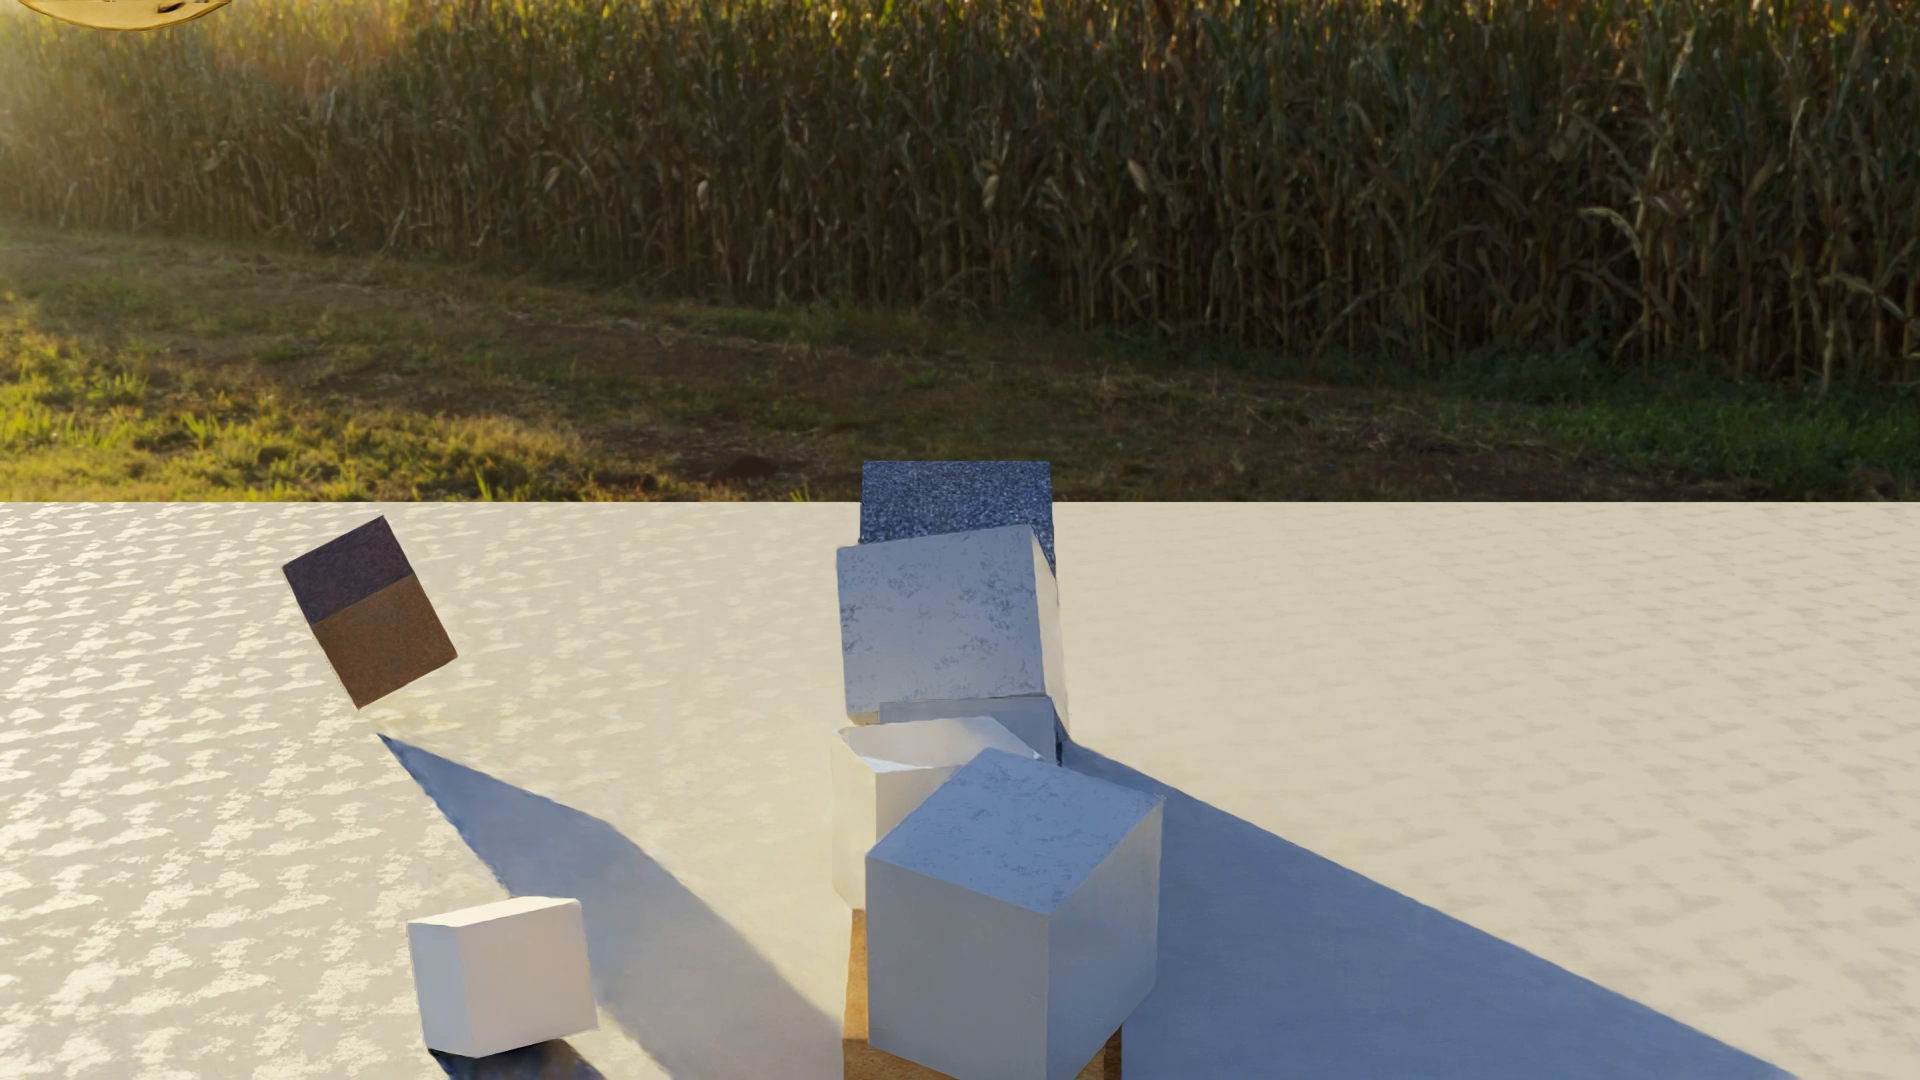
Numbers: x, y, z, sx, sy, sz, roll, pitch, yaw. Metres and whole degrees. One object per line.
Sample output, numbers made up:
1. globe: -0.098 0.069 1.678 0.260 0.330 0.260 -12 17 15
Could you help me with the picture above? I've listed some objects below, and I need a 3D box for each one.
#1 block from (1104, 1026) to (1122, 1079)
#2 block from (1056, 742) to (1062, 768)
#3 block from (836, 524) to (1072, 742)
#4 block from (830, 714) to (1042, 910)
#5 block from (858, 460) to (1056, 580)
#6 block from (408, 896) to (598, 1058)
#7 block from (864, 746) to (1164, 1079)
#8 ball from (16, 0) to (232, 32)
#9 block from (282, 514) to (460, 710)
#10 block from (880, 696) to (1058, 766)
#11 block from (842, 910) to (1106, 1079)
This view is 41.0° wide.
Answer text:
1. block: 0.182 1.551 8.927 0.706 0.754 0.636 0 10 -2
2. block: 0.010 0.959 11.667 0.876 0.940 0.790 0 10 0
3. block: -0.015 0.408 9.857 0.742 0.648 0.780 -7 -19 7
4. block: -0.084 0.947 8.563 0.567 0.561 0.541 -4 12 -18
5. block: -0.015 0.221 11.017 0.811 0.770 0.880 0 34 0
6. block: -1.660 1.575 9.302 0.474 0.465 0.478 -8 0 -34
7. block: 0.160 1.098 7.372 0.582 0.655 0.678 15 30 27
8. ball: -3.507 -2.925 10.649 1.600 1.600 1.600 0 10 0
9. block: -3.265 0.399 14.215 0.620 0.674 0.592 -28 43 -11
10. block: 0.034 0.986 9.543 0.633 0.564 0.688 -2 -26 -1
11. block: 0.043 1.650 7.882 0.759 0.783 0.662 0 26 0
